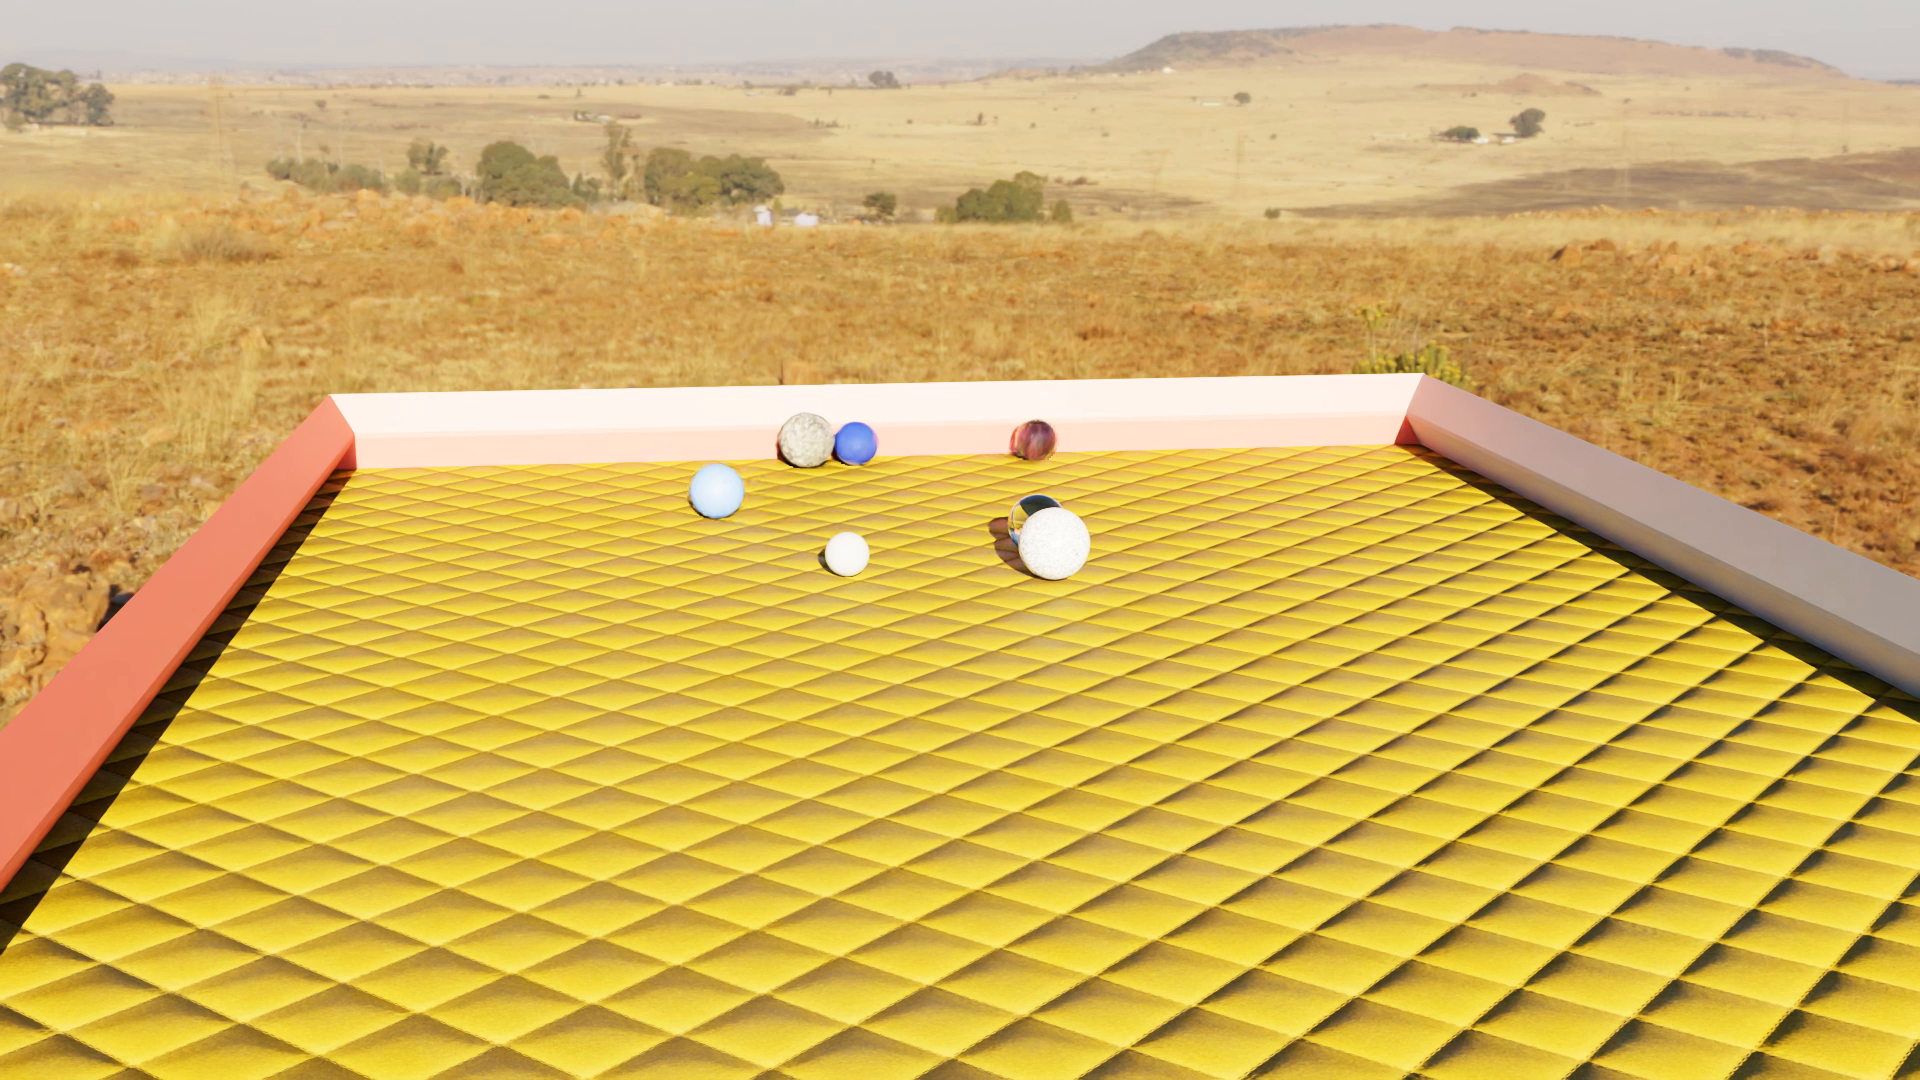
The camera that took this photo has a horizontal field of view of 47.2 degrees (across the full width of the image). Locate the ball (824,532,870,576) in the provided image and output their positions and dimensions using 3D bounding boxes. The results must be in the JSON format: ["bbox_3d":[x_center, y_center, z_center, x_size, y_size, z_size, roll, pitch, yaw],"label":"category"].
[{"bbox_3d":[-0.152,0.019,2.956,0.060,0.060,0.060,0,12,0],"label":"ball"}]

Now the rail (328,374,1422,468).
[{"bbox_3d":[-0.112,-0.205,3.814,1.912,0.126,0.045,-2,13,-7],"label":"rail"}]

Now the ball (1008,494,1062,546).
[{"bbox_3d":[0.109,-0.022,3.087,0.085,0.085,0.085,0,12,0],"label":"ball"}]

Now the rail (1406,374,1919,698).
[{"bbox_3d":[1.039,0.136,2.269,0.045,0.126,3.488,-2,13,-7],"label":"rail"}]

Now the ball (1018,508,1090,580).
[{"bbox_3d":[0.126,0.005,2.934,0.097,0.097,0.097,0,12,0],"label":"ball"}]

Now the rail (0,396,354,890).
[{"bbox_3d":[-0.809,0.189,2.029,0.045,0.126,3.488,-2,13,-7],"label":"rail"}]

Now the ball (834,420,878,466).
[{"bbox_3d":[-0.177,-0.166,3.755,0.077,0.077,0.077,0,12,0],"label":"ball"}]

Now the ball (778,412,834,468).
[{"bbox_3d":[-0.260,-0.169,3.731,0.095,0.095,0.095,0,12,0],"label":"ball"}]

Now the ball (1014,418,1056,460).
[{"bbox_3d":[0.131,-0.174,3.802,0.073,0.073,0.073,0,12,0],"label":"ball"}]

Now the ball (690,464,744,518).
[{"bbox_3d":[-0.367,-0.074,3.325,0.083,0.083,0.083,0,12,0],"label":"ball"}]
